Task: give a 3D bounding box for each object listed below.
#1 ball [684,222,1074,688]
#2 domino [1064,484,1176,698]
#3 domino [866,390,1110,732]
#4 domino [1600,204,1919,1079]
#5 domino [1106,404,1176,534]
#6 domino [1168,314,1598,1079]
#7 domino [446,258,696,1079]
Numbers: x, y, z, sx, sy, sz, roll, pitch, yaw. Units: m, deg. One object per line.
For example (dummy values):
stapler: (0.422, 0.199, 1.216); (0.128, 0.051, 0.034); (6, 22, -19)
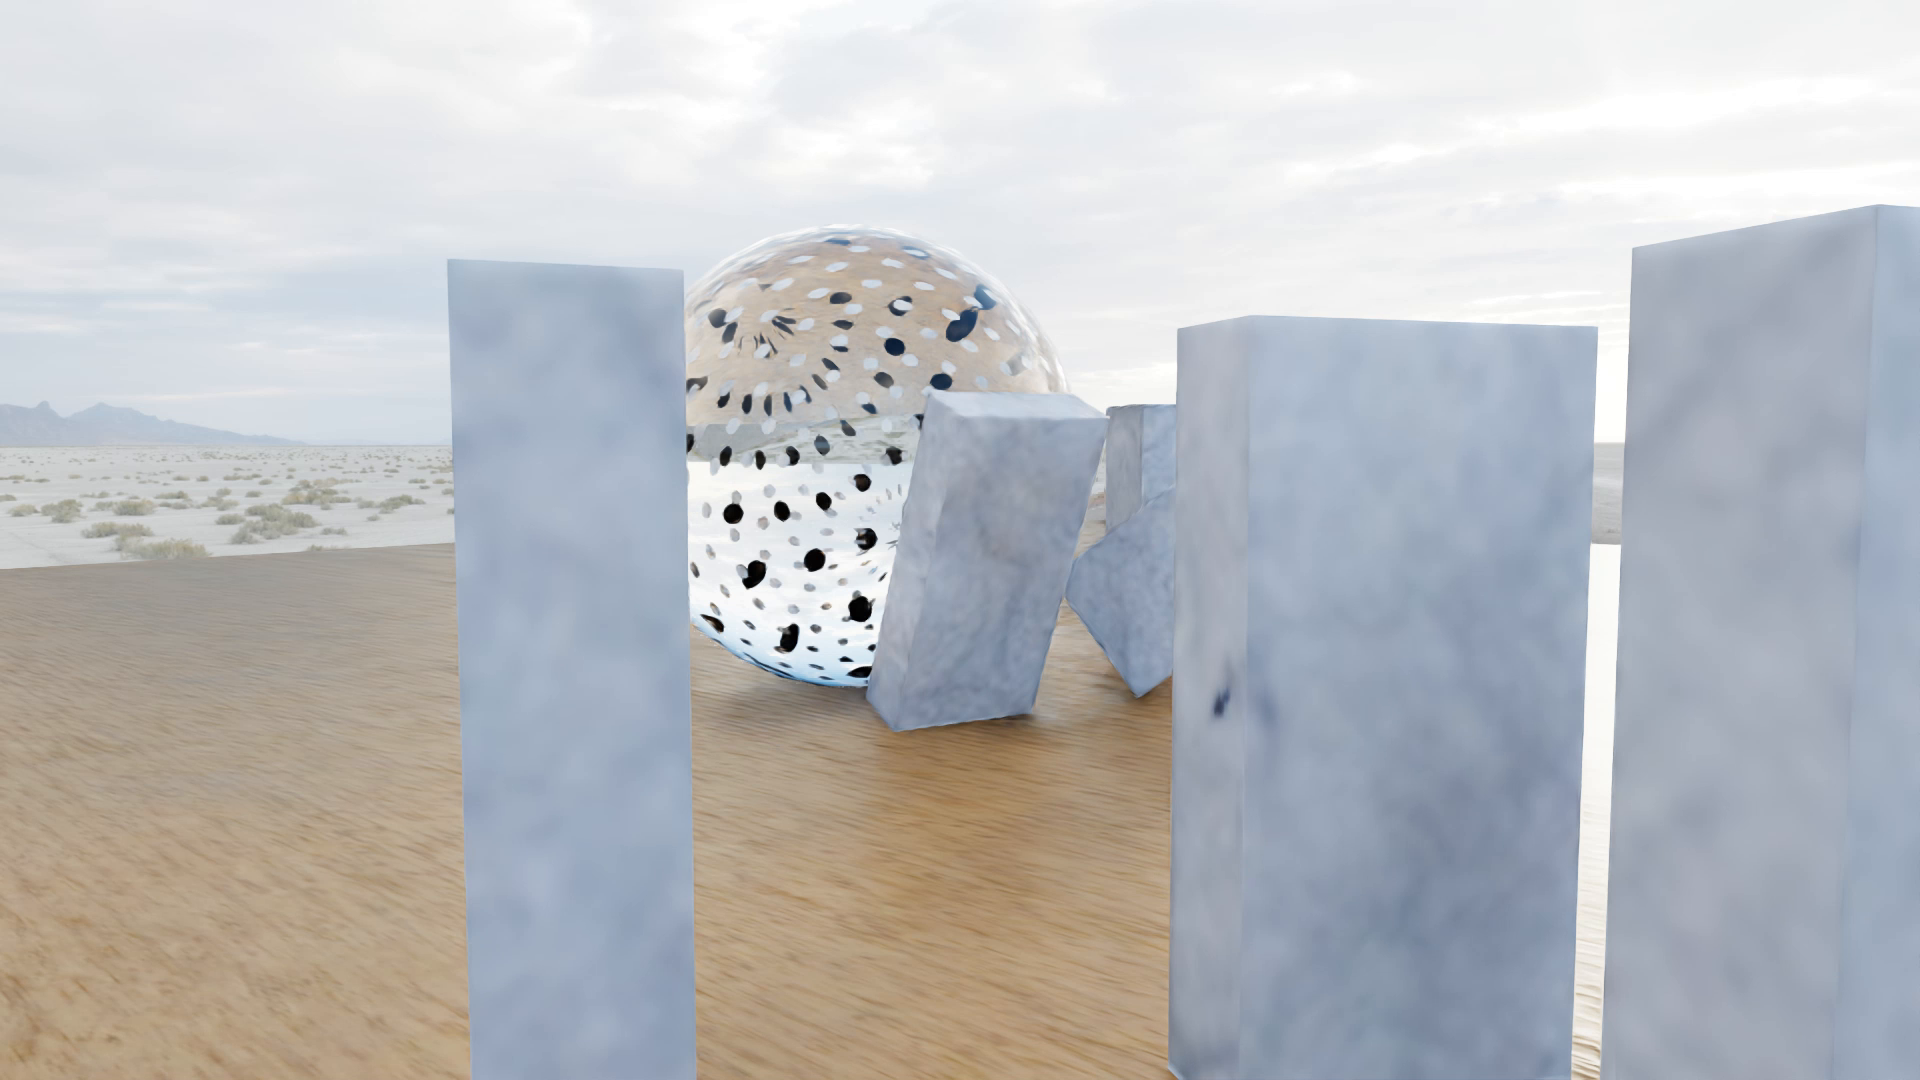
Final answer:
ball: (-0.019, -0.014, 0.224); (0.080, 0.080, 0.080); (0, 4, 0)
domino: (0.042, 0.001, 0.210); (0.050, 0.025, 0.009); (-39, -7, 25)
domino: (0.004, 0.003, 0.190); (0.025, 0.050, 0.009); (-3, 28, -32)
domino: (0.039, 0.014, 0.050); (0.025, 0.050, 0.010); (-1, 5, -18)
domino: (0.037, -0.001, 0.253); (0.009, 0.050, 0.025); (-1, 4, -9)
domino: (0.028, 0.011, 0.085); (0.025, 0.050, 0.009); (-1, 4, -17)
domino: (-0.021, 0.013, 0.067); (0.009, 0.050, 0.025); (-2, 5, -20)
